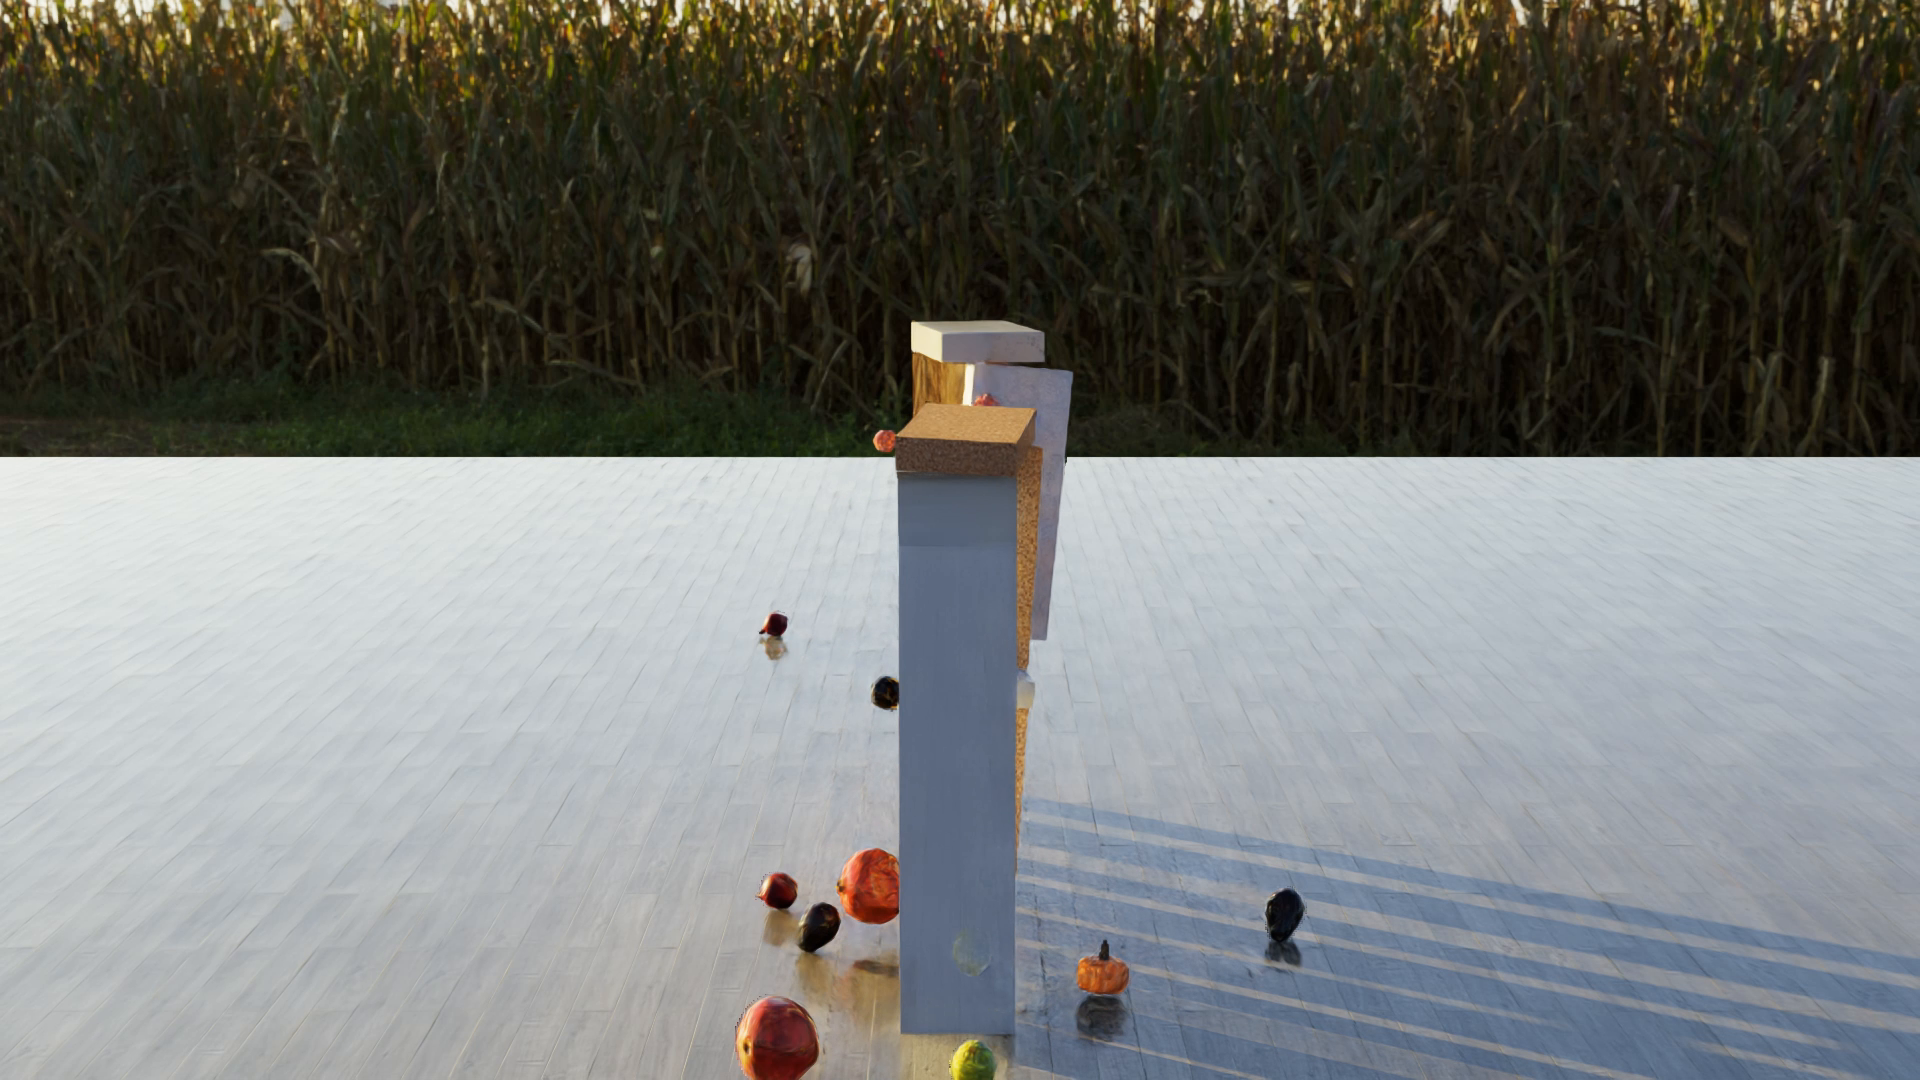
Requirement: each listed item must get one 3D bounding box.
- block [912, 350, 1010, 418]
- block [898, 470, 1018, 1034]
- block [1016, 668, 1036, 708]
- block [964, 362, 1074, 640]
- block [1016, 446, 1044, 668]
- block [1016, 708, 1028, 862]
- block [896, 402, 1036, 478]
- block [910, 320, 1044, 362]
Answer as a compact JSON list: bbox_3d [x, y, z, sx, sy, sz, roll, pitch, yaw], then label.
[{"bbox_3d":[0.002,-0.158,3.720,0.162,0.324,0.046,0,11,0],"label":"block"},{"bbox_3d":[-0.004,0.298,3.054,0.161,0.798,0.046,0,10,0],"label":"block"},{"bbox_3d":[0.020,0.196,3.268,0.133,0.038,0.265,2,10,-10],"label":"block"},{"bbox_3d":[0.074,-0.061,3.485,0.162,0.429,0.046,4,5,-15],"label":"block"},{"bbox_3d":[0.029,0.021,3.221,0.161,0.322,0.046,4,7,-1],"label":"block"},{"bbox_3d":[0.017,0.446,3.222,0.133,0.438,0.038,3,10,-6],"label":"block"},{"bbox_3d":[0.013,-0.143,3.087,0.161,0.046,0.322,4,12,6],"label":"block"},{"bbox_3d":[0.024,-0.324,3.583,0.162,0.046,0.324,-1,9,-10],"label":"block"}]
